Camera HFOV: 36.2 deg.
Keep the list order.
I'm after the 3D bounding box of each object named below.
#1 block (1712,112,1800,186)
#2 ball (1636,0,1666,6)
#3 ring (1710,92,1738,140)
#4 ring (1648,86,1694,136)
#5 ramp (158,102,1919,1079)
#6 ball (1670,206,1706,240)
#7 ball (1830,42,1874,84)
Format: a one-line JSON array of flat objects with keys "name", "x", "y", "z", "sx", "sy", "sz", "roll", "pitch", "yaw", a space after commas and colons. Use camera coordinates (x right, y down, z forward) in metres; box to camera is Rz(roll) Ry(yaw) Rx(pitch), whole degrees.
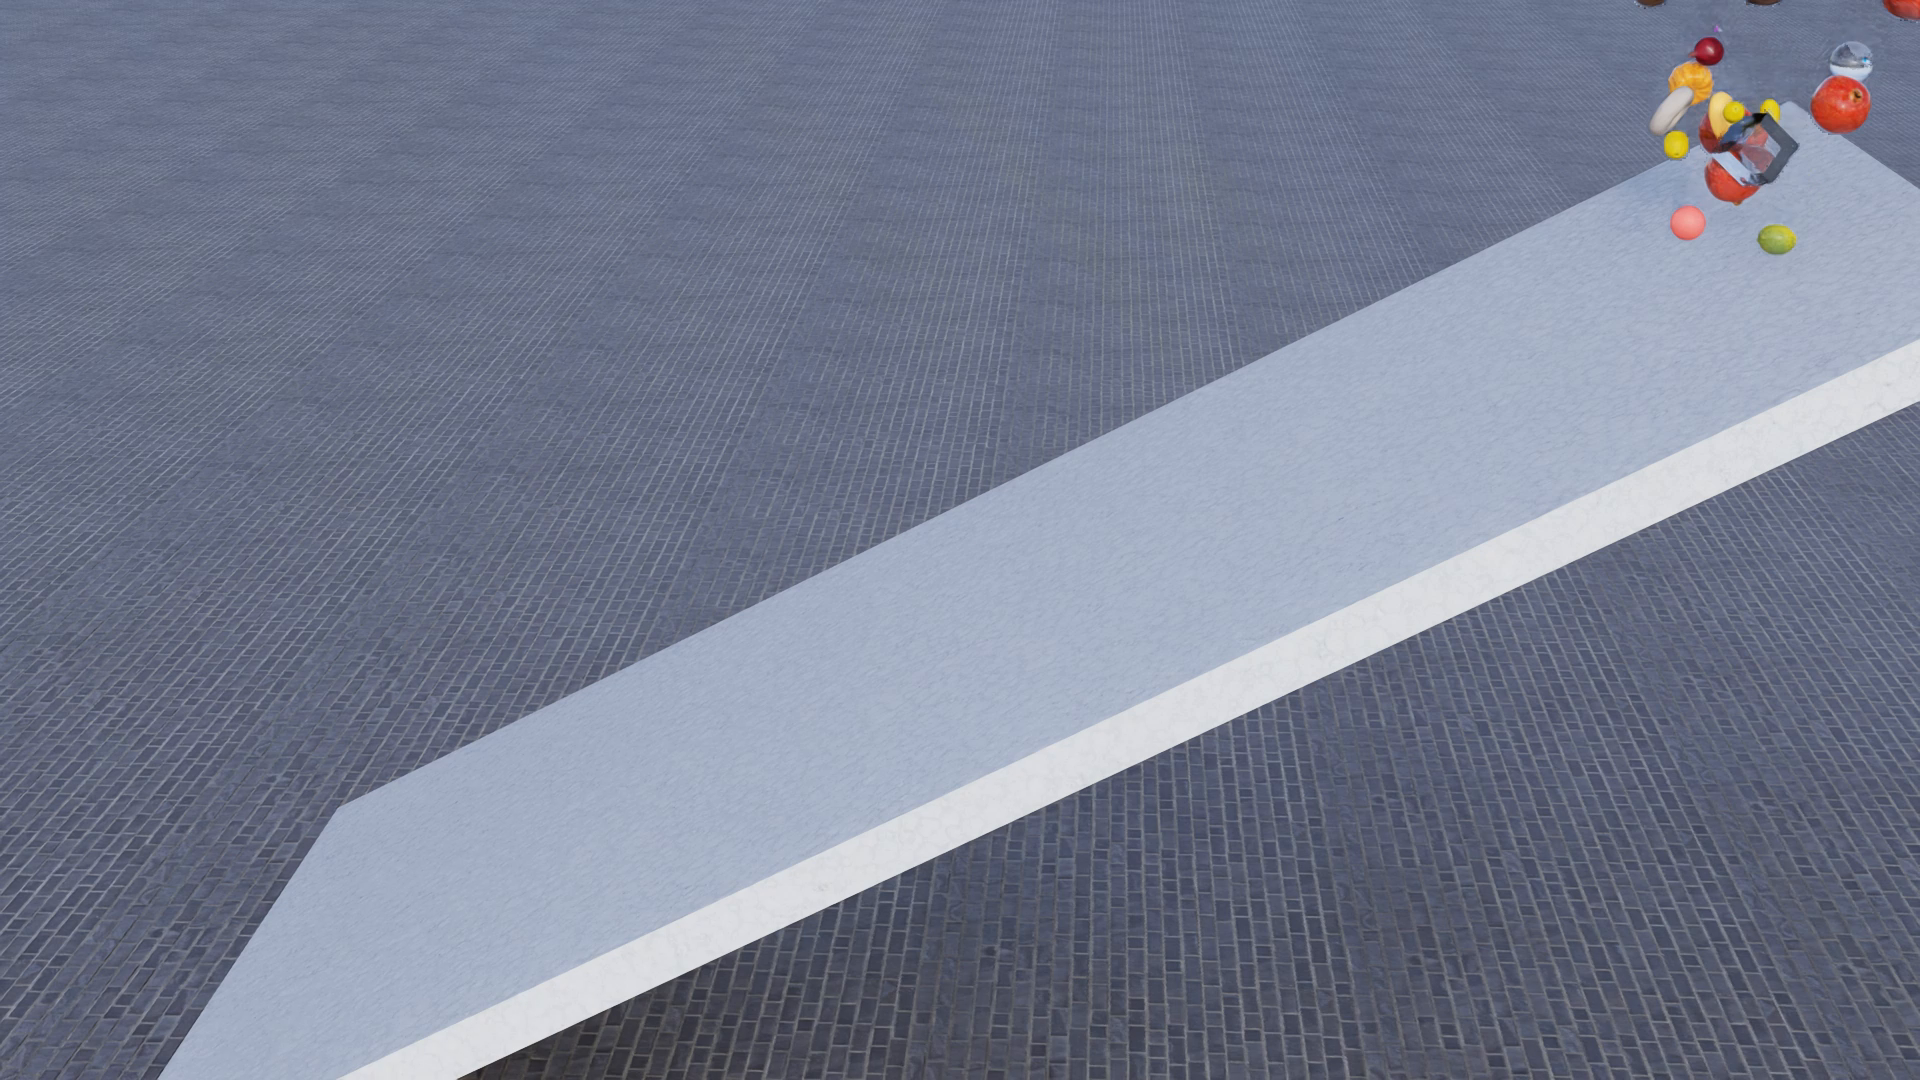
[{"name": "block", "x": 1.512, "y": -0.742, "z": 5.594, "sx": 0.095, "sy": 0.095, "sz": 0.095, "roll": 40, "pitch": -11, "yaw": -18}, {"name": "ball", "x": 1.380, "y": -1.108, "z": 5.871, "sx": 0.086, "sy": 0.086, "sz": 0.086, "roll": 0, "pitch": 17, "yaw": 0}, {"name": "ring", "x": 1.491, "y": -0.825, "z": 5.741, "sx": 0.033, "sy": 0.100, "sz": 0.100, "roll": -8, "pitch": 10, "yaw": 34}, {"name": "ring", "x": 1.371, "y": -0.827, "z": 5.670, "sx": 0.037, "sy": 0.112, "sz": 0.112, "roll": 42, "pitch": 31, "yaw": 12}, {"name": "ramp", "x": 0.140, "y": 0.167, "z": 6.281, "sx": 4.000, "sy": 0.100, "sz": 2.000, "roll": -26, "pitch": 14, "yaw": 10}, {"name": "ball", "x": 1.406, "y": -0.612, "z": 5.681, "sx": 0.067, "sy": 0.067, "sz": 0.067, "roll": 0, "pitch": 17, "yaw": 0}, {"name": "ball", "x": 1.786, "y": -0.955, "z": 5.893, "sx": 0.086, "sy": 0.086, "sz": 0.086, "roll": 0, "pitch": 17, "yaw": 0}]
